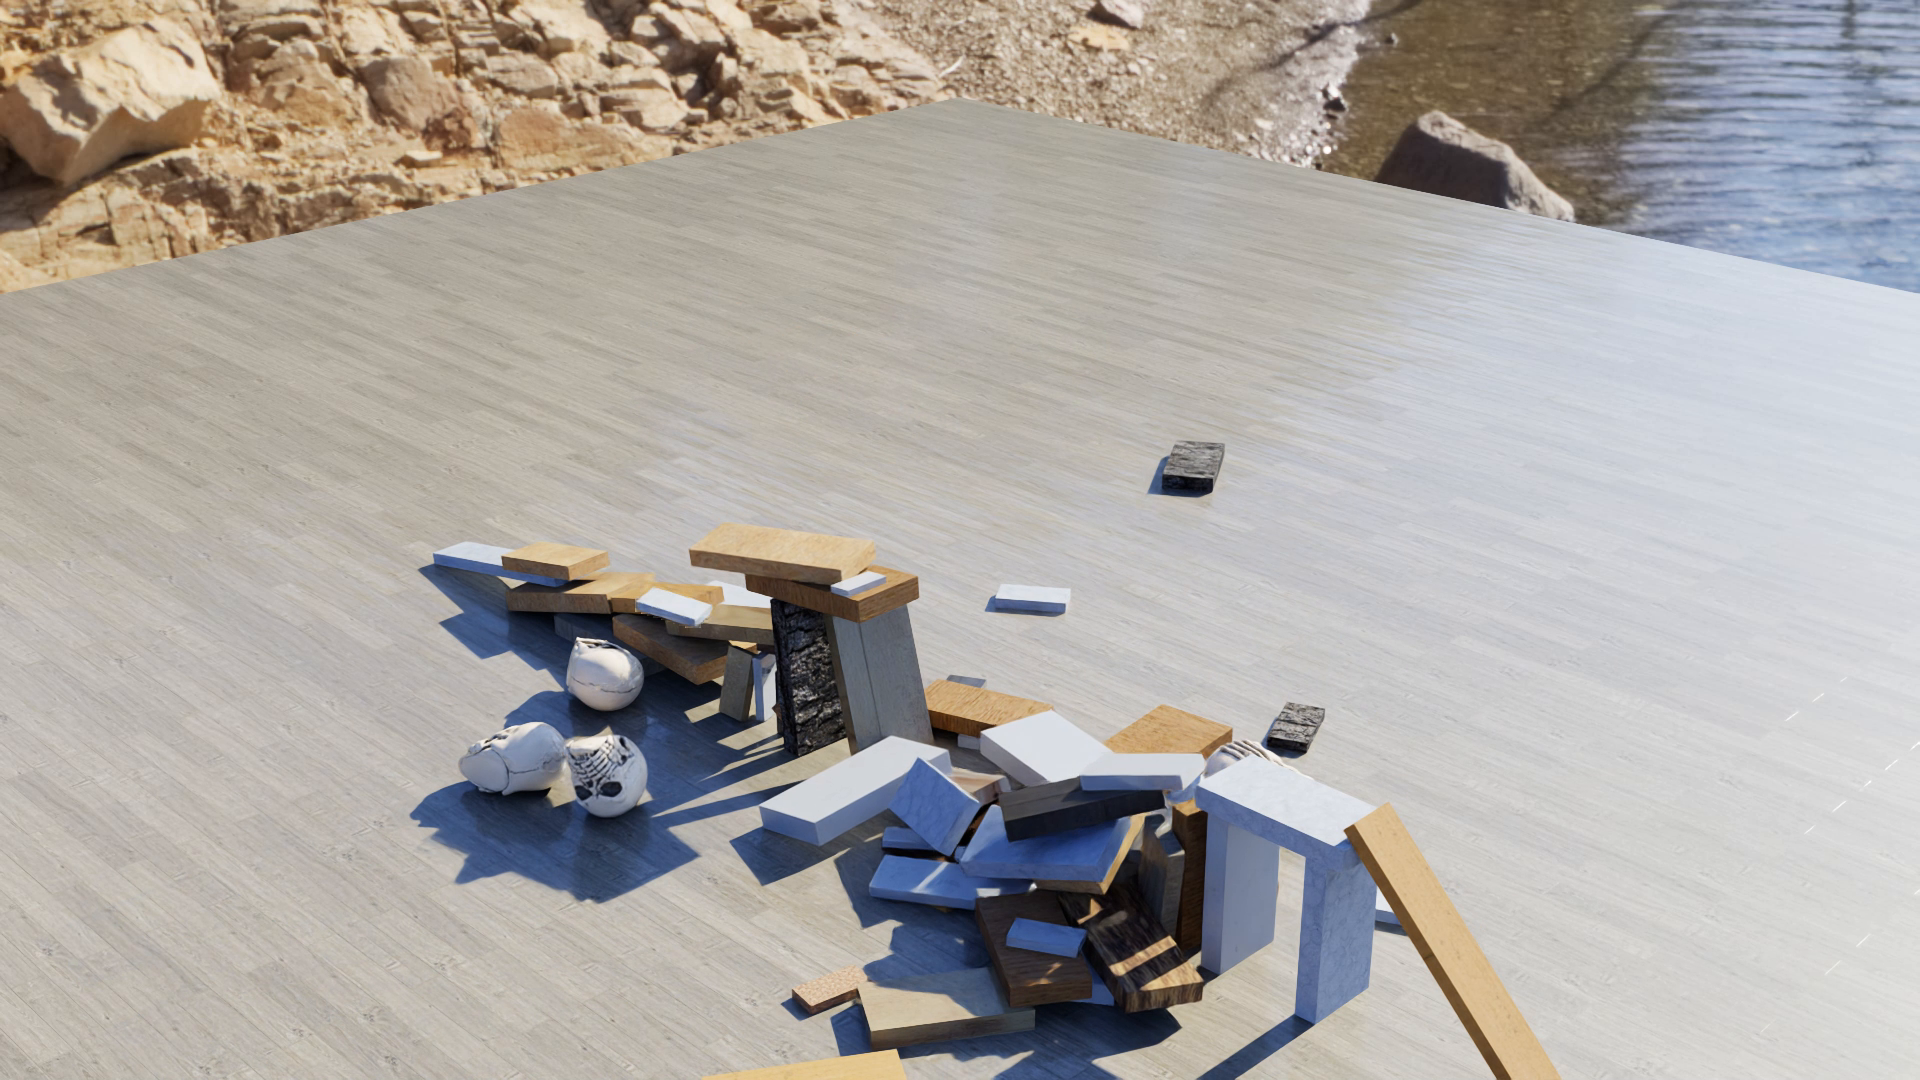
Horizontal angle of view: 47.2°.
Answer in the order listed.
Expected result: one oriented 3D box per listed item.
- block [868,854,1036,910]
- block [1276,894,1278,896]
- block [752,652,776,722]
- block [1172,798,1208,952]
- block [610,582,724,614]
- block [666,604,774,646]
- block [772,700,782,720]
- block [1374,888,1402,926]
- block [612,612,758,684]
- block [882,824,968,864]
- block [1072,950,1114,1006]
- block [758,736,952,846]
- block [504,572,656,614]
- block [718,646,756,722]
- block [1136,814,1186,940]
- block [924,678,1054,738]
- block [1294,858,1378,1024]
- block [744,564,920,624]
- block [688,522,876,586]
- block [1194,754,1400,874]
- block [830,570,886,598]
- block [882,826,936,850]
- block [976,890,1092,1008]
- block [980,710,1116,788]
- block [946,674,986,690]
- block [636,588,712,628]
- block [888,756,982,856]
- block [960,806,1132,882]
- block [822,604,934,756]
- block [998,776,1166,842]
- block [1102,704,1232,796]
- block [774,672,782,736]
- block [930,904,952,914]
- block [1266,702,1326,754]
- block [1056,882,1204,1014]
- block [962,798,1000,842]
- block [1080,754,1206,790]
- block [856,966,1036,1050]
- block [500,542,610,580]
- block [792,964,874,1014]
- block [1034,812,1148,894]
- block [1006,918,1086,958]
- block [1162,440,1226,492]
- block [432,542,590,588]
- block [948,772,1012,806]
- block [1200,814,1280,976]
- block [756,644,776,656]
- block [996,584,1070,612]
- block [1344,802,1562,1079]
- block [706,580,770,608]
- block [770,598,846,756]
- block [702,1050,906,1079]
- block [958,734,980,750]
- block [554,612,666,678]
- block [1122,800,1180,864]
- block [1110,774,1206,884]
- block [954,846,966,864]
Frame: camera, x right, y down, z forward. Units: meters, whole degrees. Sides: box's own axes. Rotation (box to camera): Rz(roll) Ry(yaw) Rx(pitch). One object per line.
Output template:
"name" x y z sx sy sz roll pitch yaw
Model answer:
"block" -0.013 0.649 4.135 0.306 0.026 0.091 4 35 20
"block" 0.474 0.658 4.169 0.230 0.033 0.115 -9 25 -21
"block" -0.423 0.314 4.827 0.021 0.149 0.075 9 24 25
"block" 0.448 0.596 3.991 0.143 0.285 0.040 -15 27 -31
"block" -0.679 0.137 5.105 0.252 0.036 0.126 2 17 42
"block" -0.462 0.187 4.880 0.467 0.036 0.126 3 18 46
"block" -0.359 0.380 4.728 0.048 0.096 0.014 -46 24 -23
"block" 0.789 0.681 4.125 0.173 0.024 0.086 8 24 19
"block" -0.630 0.229 5.038 0.169 0.048 0.337 -19 29 -37
"block" -0.057 0.607 4.297 0.182 0.026 0.091 19 30 38
"block" 0.227 0.735 3.976 0.143 0.040 0.285 5 23 11
"block" -0.208 0.502 4.437 0.359 0.051 0.180 -25 22 -38
"block" -0.914 0.125 5.301 0.337 0.048 0.169 0 16 35
"block" -0.486 0.314 4.827 0.075 0.150 0.021 20 14 39
"block" 0.360 0.623 3.978 0.033 0.230 0.115 -7 33 -16
"block" 0.045 0.375 4.764 0.283 0.040 0.141 11 25 25
"block" 0.653 0.663 3.795 0.045 0.315 0.157 21 31 41
"block" -0.269 0.090 4.588 0.345 0.049 0.172 14 26 41
"block" -0.374 0.029 4.618 0.371 0.040 0.141 7 28 26
"block" 0.578 0.469 3.792 0.315 0.045 0.158 21 31 41
"block" -0.206 0.090 4.478 0.105 0.015 0.053 -21 25 -41
"block" -0.096 0.584 4.300 0.105 0.015 0.053 3 23 7
"block" 0.128 0.722 3.903 0.145 0.041 0.290 -5 23 -11
"block" 0.215 0.461 4.480 0.180 0.051 0.359 -14 27 -30
"block" -0.008 0.353 4.897 0.087 0.025 0.174 7 24 16
"block" -0.642 0.151 4.934 0.150 0.021 0.075 16 30 18
"block" -0.051 0.518 4.283 0.033 0.118 0.236 32 -1 -29
"block" 0.157 0.557 4.051 0.291 0.041 0.145 -4 37 34
"block" -0.172 0.293 4.644 0.172 0.345 0.049 -11 1 -25
"block" 0.221 0.478 4.028 0.291 0.041 0.145 -12 13 0
"block" 0.384 0.466 4.598 0.180 0.051 0.415 17 28 34
"block" -0.363 0.344 4.760 0.075 0.149 0.021 -21 31 -40
"block" -0.010 0.661 4.155 0.053 0.015 0.105 20 43 39
"block" 0.730 0.406 4.772 0.086 0.024 0.173 9 25 20
"block" 0.297 0.720 3.909 0.145 0.041 0.324 -5 25 -19
"block" 0.075 0.541 4.287 0.118 0.033 0.236 -37 16 -29
"block" 0.332 0.422 4.006 0.203 0.029 0.102 -4 15 31
"block" -0.026 0.807 3.806 0.285 0.040 0.143 -5 23 -11
"block" -0.983 0.050 5.337 0.252 0.036 0.126 7 21 40
"block" -0.224 0.791 3.873 0.130 0.018 0.065 -16 28 -32
"block" 0.258 0.534 4.093 0.145 0.041 0.290 -2 38 36
"block" 0.152 0.701 3.876 0.130 0.018 0.065 7 24 16
"block" 0.660 -0.210 6.206 0.141 0.040 0.283 5 24 12
"block" -1.123 0.059 5.481 0.498 0.030 0.105 8 22 41
"block" -0.011 0.505 4.399 0.118 0.033 0.236 -23 9 -30
"block" 0.504 0.605 3.932 0.045 0.315 0.157 21 31 41
"block" -0.362 0.234 4.793 0.149 0.021 0.075 12 23 32
"block" 0.179 0.142 5.394 0.174 0.025 0.087 4 23 9
"block" 0.814 0.687 3.628 0.102 0.535 0.029 -22 -13 -41
"block" -0.538 0.150 5.292 0.211 0.030 0.105 13 26 28
"block" -0.307 0.268 4.684 0.172 0.345 0.049 -20 25 -39
"block" -0.247 0.908 3.567 0.325 0.041 0.145 -5 24 -12
"block" 0.064 0.405 4.775 0.087 0.025 0.174 7 24 17
"block" -0.785 0.224 5.171 0.169 0.048 0.337 -21 31 -40
"block" 0.286 0.542 4.141 0.256 0.036 0.128 0 40 38
"block" 0.368 0.556 4.181 0.256 0.036 0.128 -34 24 24
"block" 0.093 0.616 4.160 0.195 0.024 0.086 7 -21 17
